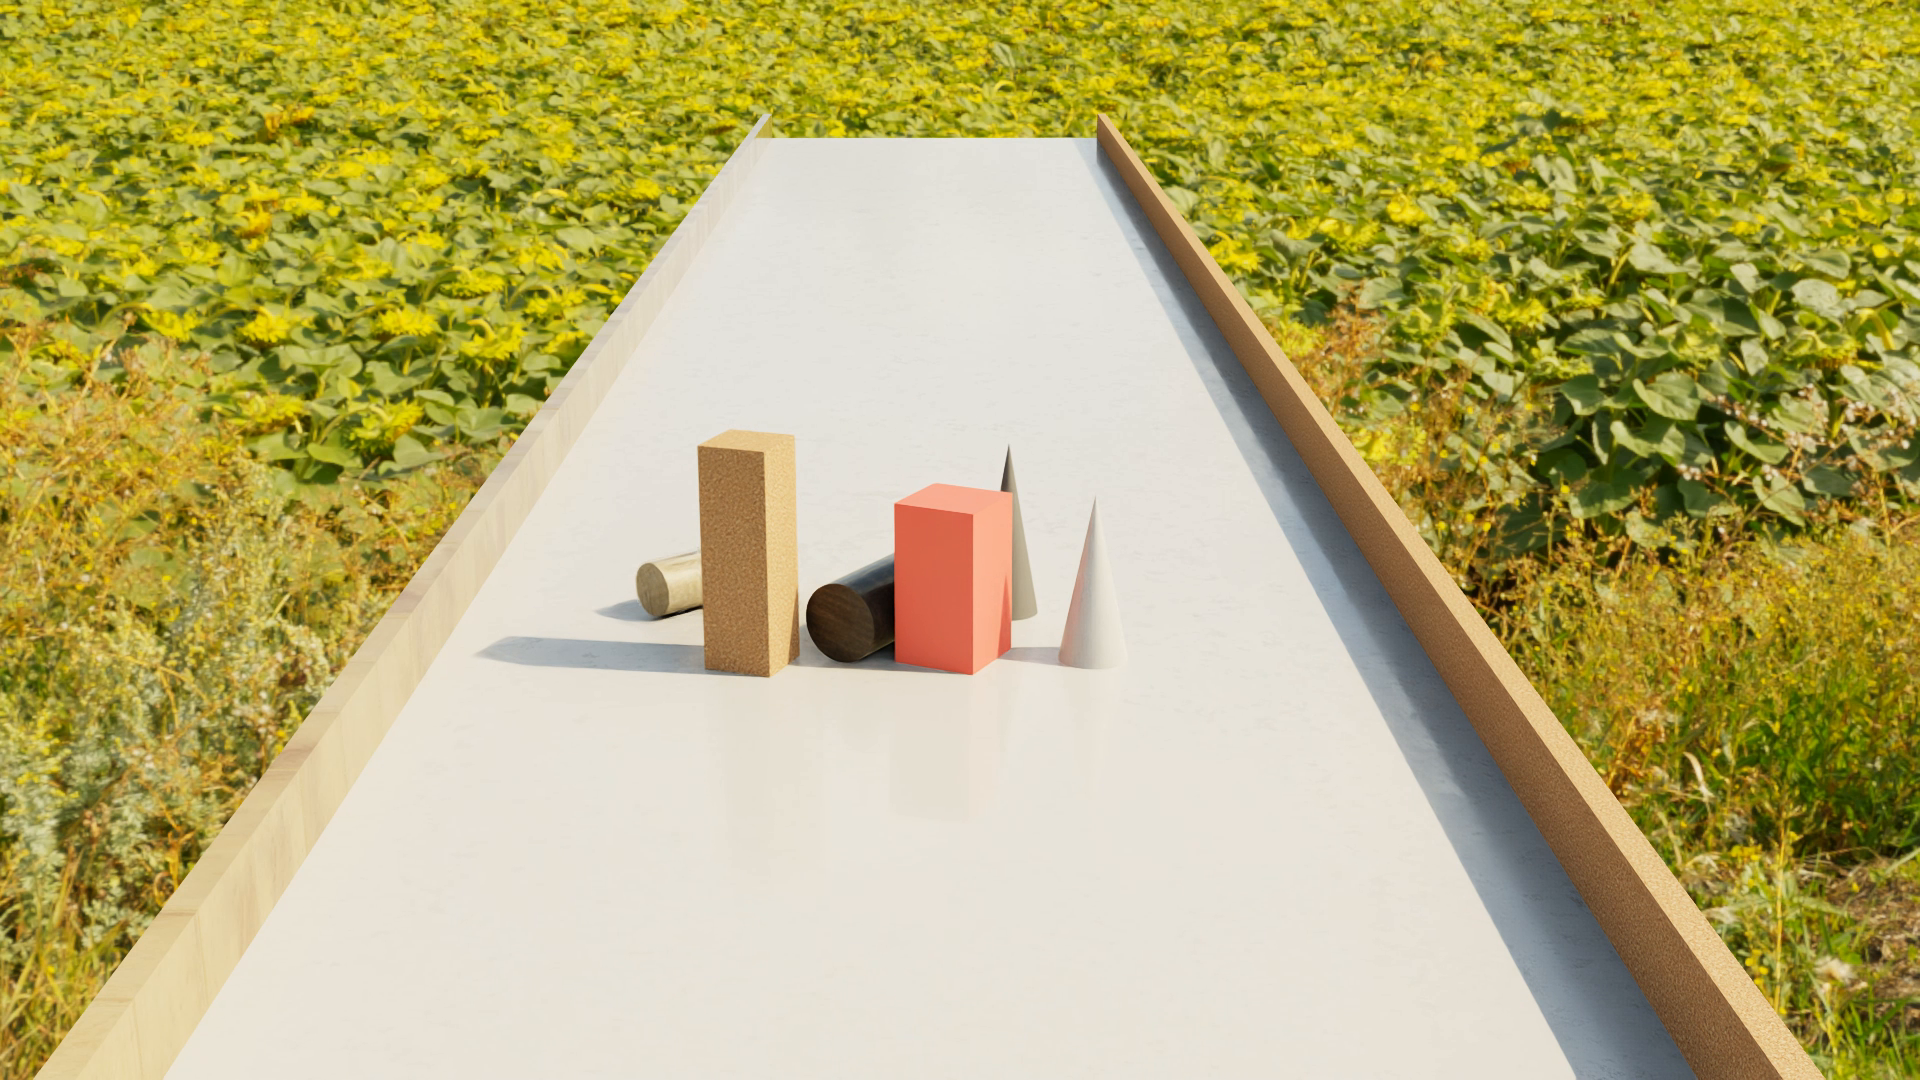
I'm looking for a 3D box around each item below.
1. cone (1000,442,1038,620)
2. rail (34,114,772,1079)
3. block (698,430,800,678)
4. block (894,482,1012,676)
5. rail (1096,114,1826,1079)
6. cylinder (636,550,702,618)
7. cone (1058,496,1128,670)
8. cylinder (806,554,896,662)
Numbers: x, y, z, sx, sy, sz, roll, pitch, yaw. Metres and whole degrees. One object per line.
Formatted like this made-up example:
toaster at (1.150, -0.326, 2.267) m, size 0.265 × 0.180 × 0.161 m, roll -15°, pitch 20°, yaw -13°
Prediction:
cone at (0.103, -0.026, 4.658) m, size 0.129 × 0.375 × 0.129 m, roll 0°, pitch 17°, yaw 0°
rail at (-1.118, -0.838, 7.780) m, size 0.050 × 0.150 × 12.000 m, roll 0°, pitch 17°, yaw -1°
block at (-0.415, 0.026, 4.338) m, size 0.142 × 0.458 × 0.142 m, roll 6°, pitch 18°, yaw 19°
block at (-0.013, 0.075, 4.395) m, size 0.174 × 0.330 × 0.174 m, roll 8°, pitch 18°, yaw 26°
rail at (0.932, -0.844, 7.801) m, size 0.050 × 0.150 × 12.000 m, roll 0°, pitch 17°, yaw -1°
cylinder at (-0.543, 0.076, 4.761) m, size 0.301 × 0.118 × 0.118 m, roll -15°, pitch 22°, yaw -41°
cone at (0.268, 0.072, 4.381) m, size 0.142 × 0.344 × 0.142 m, roll 0°, pitch 17°, yaw 0°
cylinder at (-0.129, 0.113, 4.558) m, size 0.165 × 0.165 × 0.431 m, roll 10°, pitch 19°, yaw 29°
